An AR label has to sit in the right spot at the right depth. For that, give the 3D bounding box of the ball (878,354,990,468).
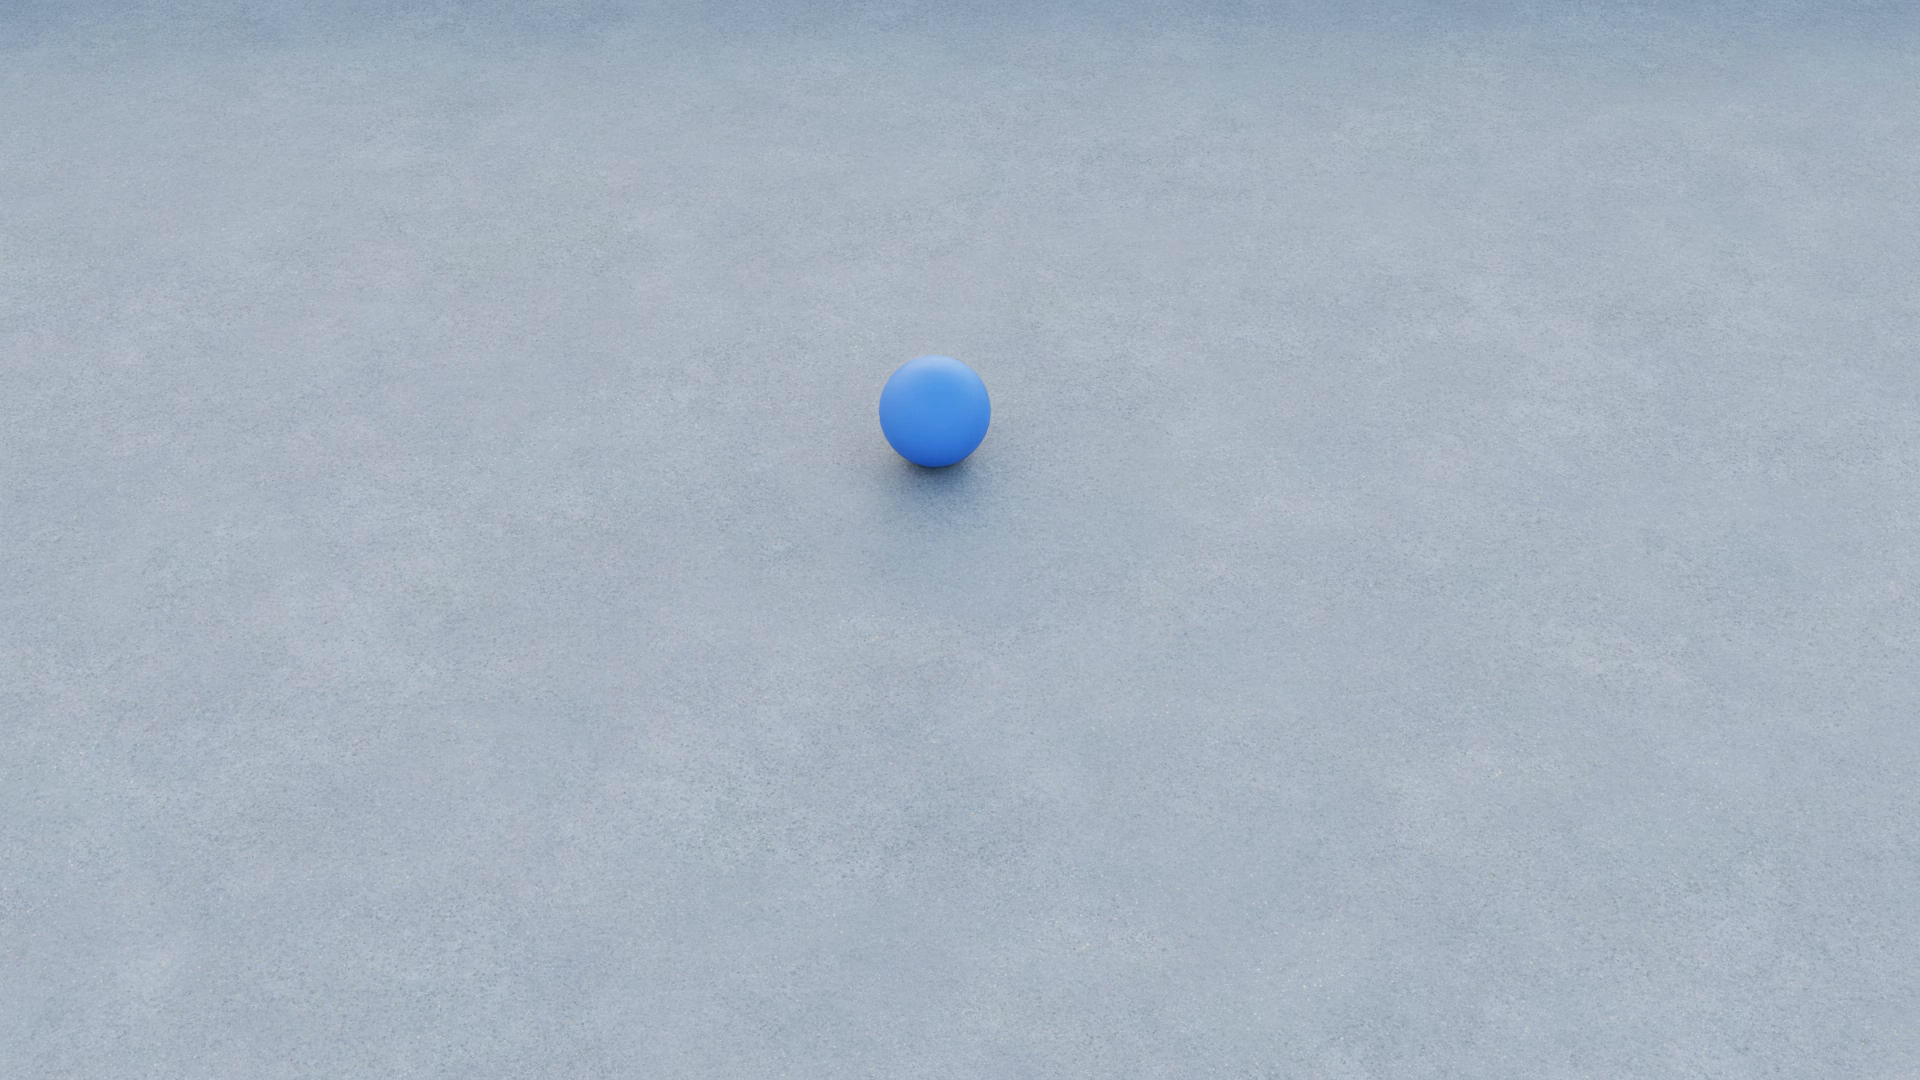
[{"bbox_3d":[-0.017,-0.086,1.710,0.075,0.075,0.075,0,36,0],"label":"ball"}]
